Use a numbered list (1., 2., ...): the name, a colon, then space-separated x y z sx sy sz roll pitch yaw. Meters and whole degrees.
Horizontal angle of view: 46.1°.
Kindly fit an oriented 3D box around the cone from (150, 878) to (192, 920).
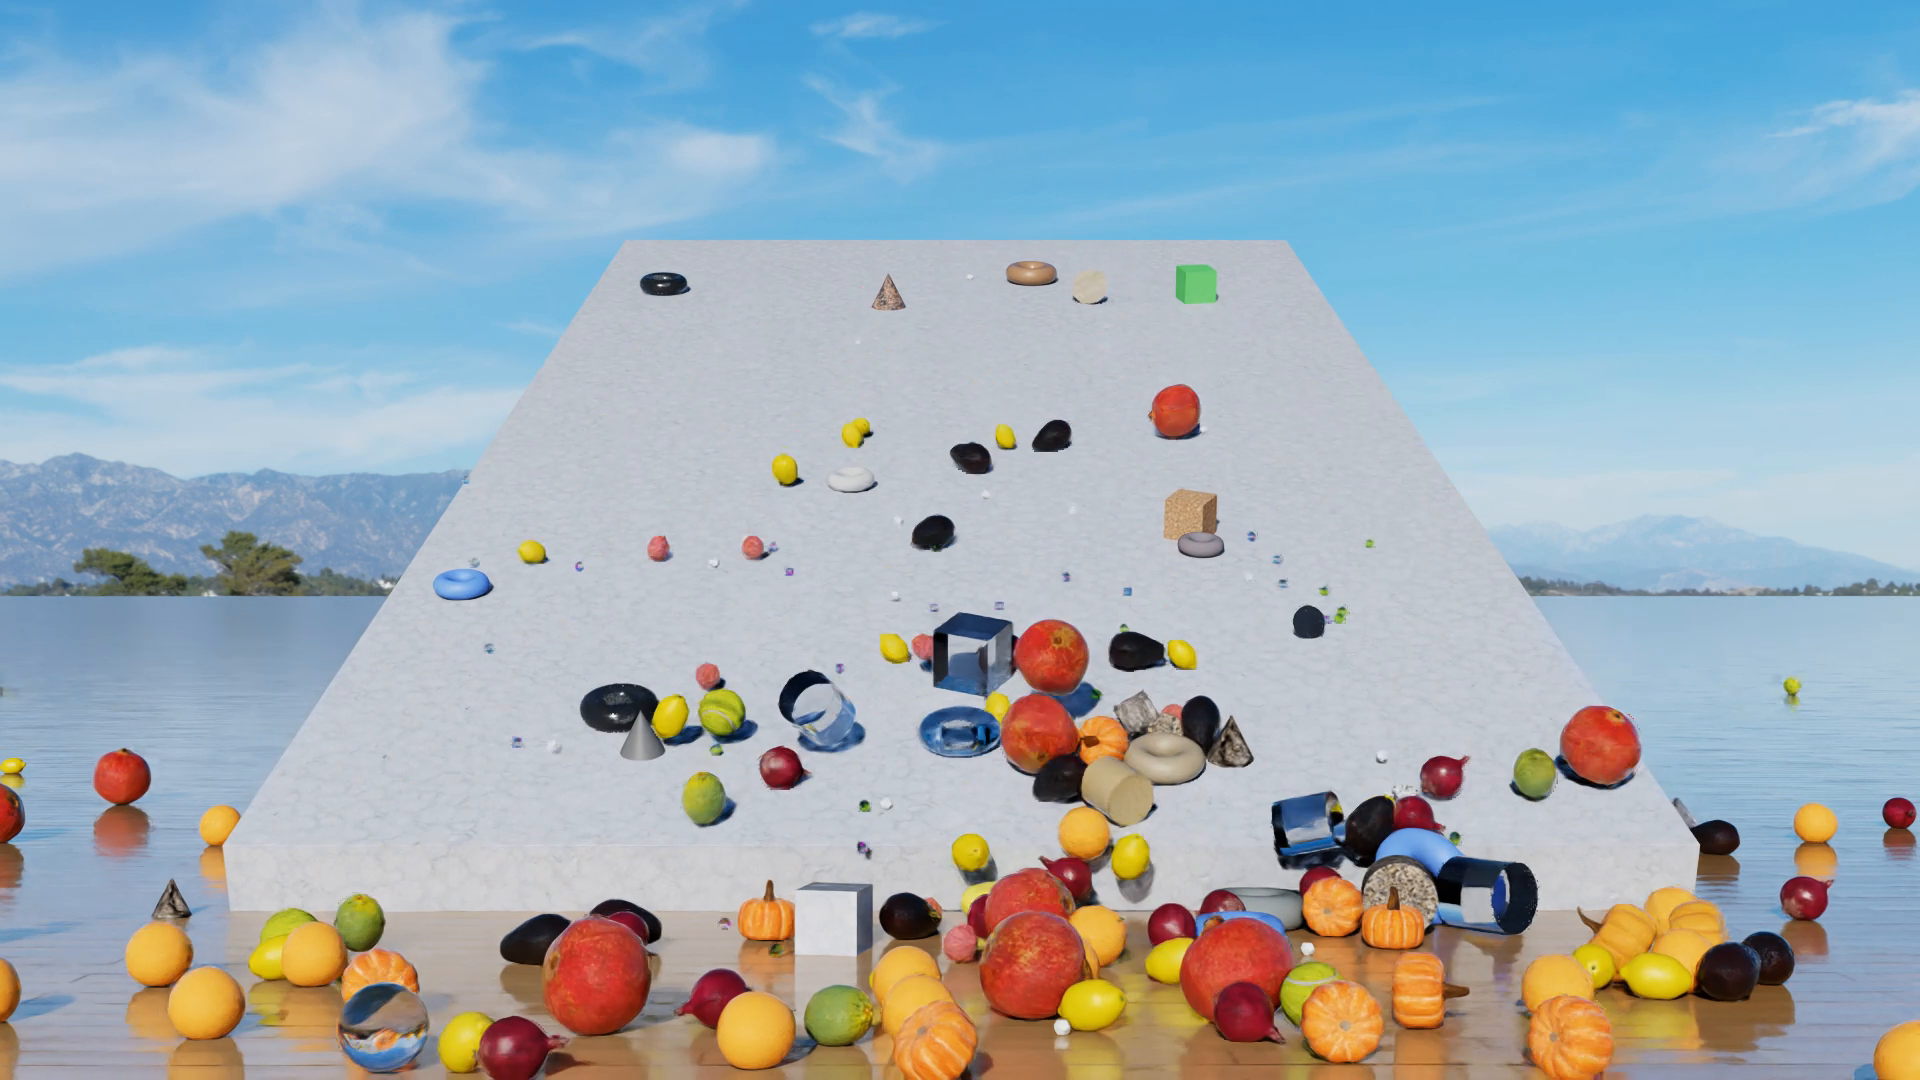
1. cone: -1.061 0.480 3.037 0.053 0.053 0.053 0 -1 0

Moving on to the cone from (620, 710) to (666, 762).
1. cone: -0.470 0.281 3.327 0.067 0.067 0.067 0 19 0

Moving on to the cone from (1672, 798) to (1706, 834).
1. cone: 1.314 0.513 4.072 0.071 0.071 0.071 27 1 5

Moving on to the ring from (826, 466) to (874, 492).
1. ring: -0.220 -0.122 4.533 0.098 0.033 0.098 -1 20 0

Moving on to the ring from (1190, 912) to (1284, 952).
1. ring: 0.342 0.482 2.779 0.116 0.039 0.116 -1 -2 0

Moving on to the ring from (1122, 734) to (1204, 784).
1. ring: 0.295 0.317 3.271 0.120 0.040 0.120 -1 21 0

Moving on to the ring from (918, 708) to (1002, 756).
1. ring: -0.001 0.285 3.359 0.124 0.041 0.124 -1 19 0

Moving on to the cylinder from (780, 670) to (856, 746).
1. cylinder: -0.208 0.246 3.294 0.085 0.085 0.085 -1 -26 22

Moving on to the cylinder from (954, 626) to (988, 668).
1. cylinder: 0.018 0.173 3.659 0.054 0.054 0.054 0 19 0

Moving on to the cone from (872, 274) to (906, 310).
1. cone: -0.190 -0.665 5.995 0.092 0.092 0.092 0 19 0

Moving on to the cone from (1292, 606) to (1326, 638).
1. cone: 0.578 0.141 3.796 0.056 0.056 0.056 0 -8 -10

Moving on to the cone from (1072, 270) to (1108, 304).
1. cone: 0.363 -0.672 6.090 0.096 0.096 0.096 0 -8 17

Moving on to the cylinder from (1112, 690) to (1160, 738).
1. cylinder: 0.265 0.261 3.379 0.054 0.054 0.054 -30 -1 -1

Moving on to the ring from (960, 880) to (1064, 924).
1. ring: 0.069 0.483 3.010 0.138 0.046 0.138 -1 -2 0

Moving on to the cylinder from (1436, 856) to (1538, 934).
1. cylinder: 0.679 0.458 2.912 0.092 0.092 0.092 1 -2 -38

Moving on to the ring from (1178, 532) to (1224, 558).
1. ring: 0.445 0.009 4.169 0.086 0.029 0.086 1 19 0

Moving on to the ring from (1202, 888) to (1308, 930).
1. ring: 0.384 0.482 2.942 0.139 0.046 0.139 1 -2 0

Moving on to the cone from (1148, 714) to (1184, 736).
1. cone: 0.307 0.288 3.375 0.054 0.054 0.054 0 -7 2

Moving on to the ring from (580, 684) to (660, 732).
1. ring: -0.519 0.255 3.442 0.121 0.040 0.121 1 21 0

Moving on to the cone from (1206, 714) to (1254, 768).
1. cone: 0.397 0.288 3.307 0.070 0.070 0.070 0 19 0

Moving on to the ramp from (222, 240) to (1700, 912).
1. ramp: -0.004 -0.200 4.958 2.000 0.100 4.000 0 19 0

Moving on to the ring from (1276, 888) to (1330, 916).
1. ring: 0.447 0.487 3.033 0.098 0.033 0.098 6 -7 1

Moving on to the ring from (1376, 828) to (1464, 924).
1. ring: 0.619 0.447 2.997 0.145 0.145 0.048 1 -41 -27

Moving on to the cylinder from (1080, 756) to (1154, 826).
1. cylinder: 0.218 0.348 3.129 0.074 0.074 0.074 1 17 -30

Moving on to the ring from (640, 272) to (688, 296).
1. ring: -0.810 -0.700 6.166 0.131 0.044 0.131 1 20 0

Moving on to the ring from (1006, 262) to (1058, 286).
1. ring: 0.199 -0.744 6.290 0.144 0.048 0.144 1 19 0

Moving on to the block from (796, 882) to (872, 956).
1. block: -0.153 0.462 2.752 0.077 0.077 0.077 0 -1 12

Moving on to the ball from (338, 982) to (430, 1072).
1. ball: -0.526 0.444 2.058 0.081 0.081 0.081 0 -1 0

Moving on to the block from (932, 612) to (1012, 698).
1. block: 0.020 0.181 3.574 0.095 0.095 0.095 9 21 24

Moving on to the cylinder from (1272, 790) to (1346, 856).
1. cylinder: 0.466 0.379 3.012 0.076 0.076 0.076 -15 -8 25

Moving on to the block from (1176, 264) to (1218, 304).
1. block: 0.636 -0.689 6.074 0.087 0.087 0.087 -4 20 -11

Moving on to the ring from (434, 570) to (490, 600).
1. ring: -0.876 0.078 3.961 0.097 0.032 0.097 1 18 0

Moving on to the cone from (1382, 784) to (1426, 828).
1. cone: 0.622 0.371 3.135 0.060 0.060 0.060 0 -9 21

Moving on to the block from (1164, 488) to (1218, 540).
1. block: 0.434 -0.045 4.249 0.076 0.076 0.076 9 21 25
